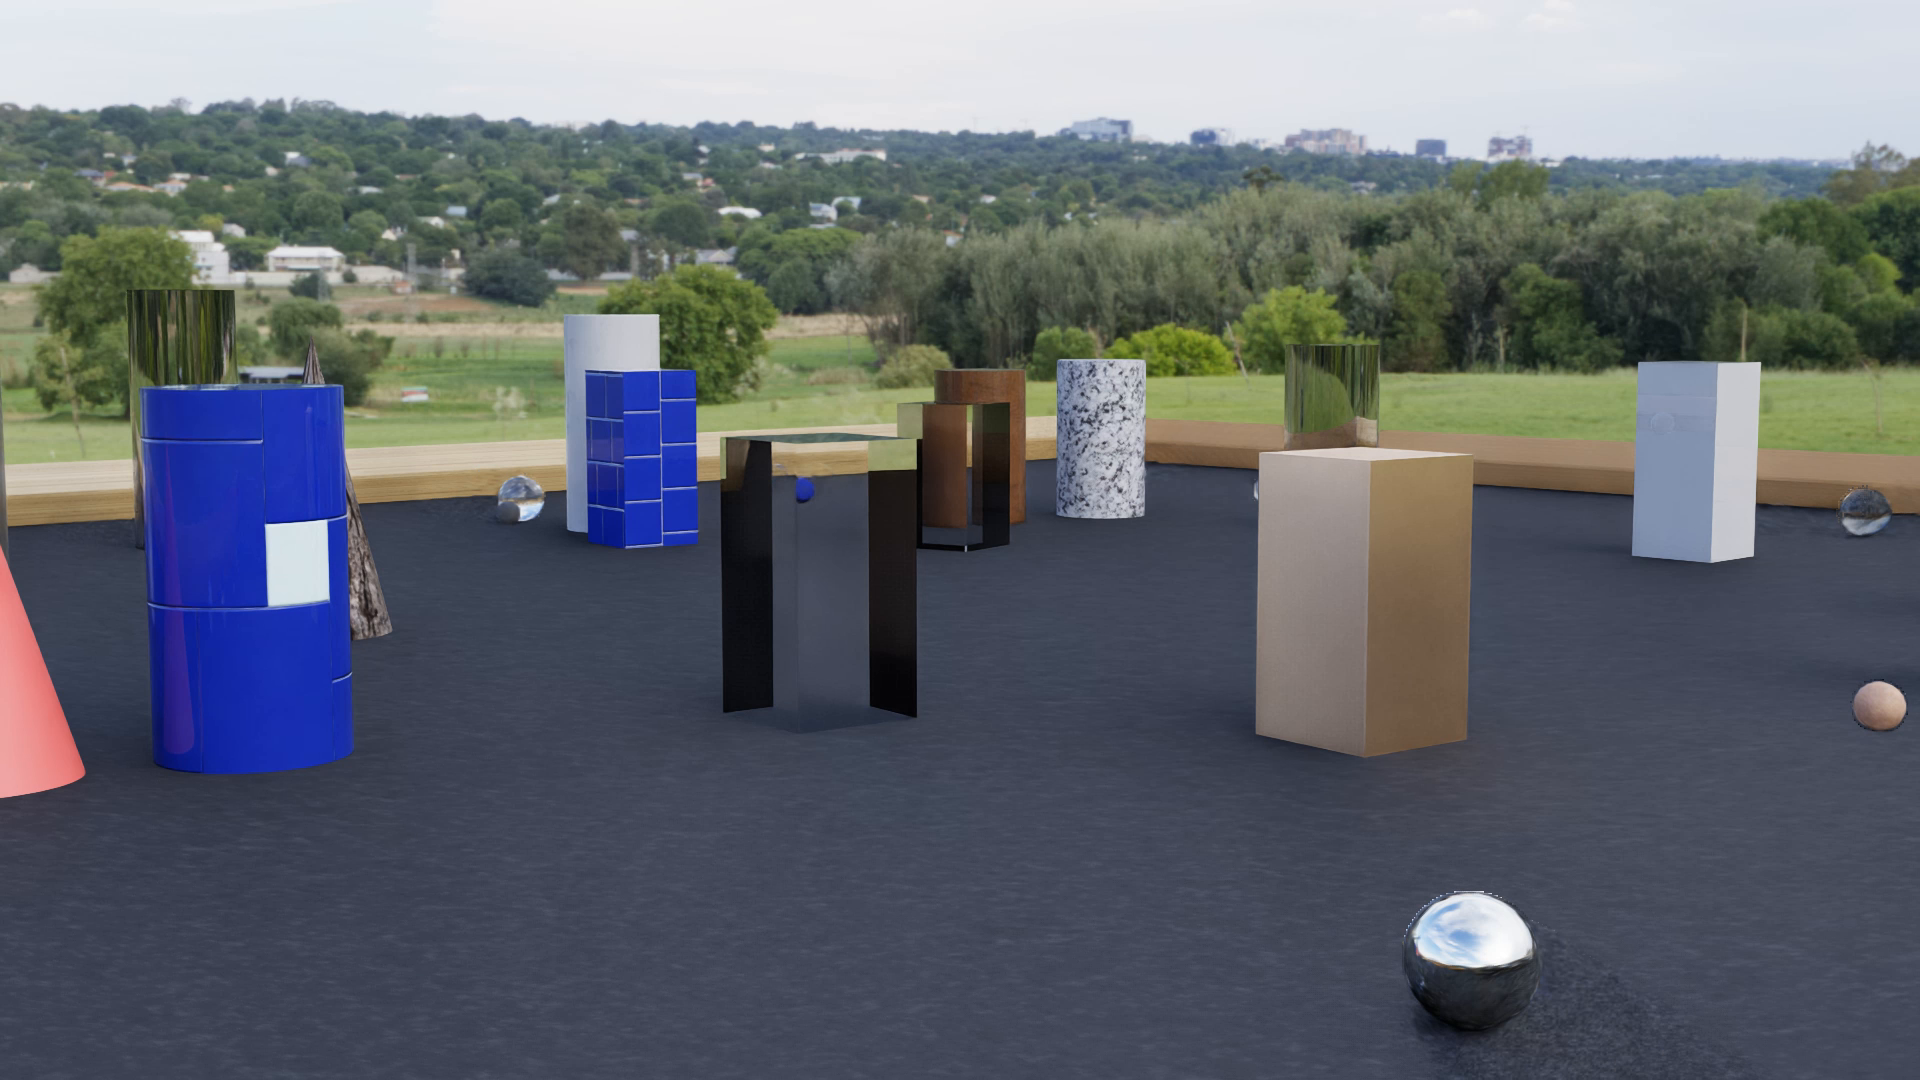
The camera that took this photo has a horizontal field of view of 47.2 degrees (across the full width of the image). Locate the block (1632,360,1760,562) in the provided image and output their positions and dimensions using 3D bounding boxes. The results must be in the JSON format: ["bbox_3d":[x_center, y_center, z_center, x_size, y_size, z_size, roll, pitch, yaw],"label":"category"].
[{"bbox_3d":[1.323,-0.145,3.954,0.153,0.349,0.153,-6,8,-43],"label":"block"}]

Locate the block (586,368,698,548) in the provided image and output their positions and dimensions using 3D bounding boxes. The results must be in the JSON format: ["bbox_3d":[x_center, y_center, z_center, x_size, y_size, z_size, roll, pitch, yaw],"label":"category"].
[{"bbox_3d":[-0.605,-0.158,4.179,0.153,0.329,0.153,-4,7,-36],"label":"block"}]

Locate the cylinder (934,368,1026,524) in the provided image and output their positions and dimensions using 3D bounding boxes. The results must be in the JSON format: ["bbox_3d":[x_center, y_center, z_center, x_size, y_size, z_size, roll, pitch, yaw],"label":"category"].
[{"bbox_3d":[0.042,-0.198,4.605,0.192,0.317,0.192,0,6,0],"label":"cylinder"}]

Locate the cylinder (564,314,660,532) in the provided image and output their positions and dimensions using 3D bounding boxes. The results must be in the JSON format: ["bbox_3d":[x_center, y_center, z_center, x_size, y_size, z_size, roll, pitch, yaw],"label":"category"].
[{"bbox_3d":[-0.702,-0.239,4.450,0.192,0.432,0.192,0,6,0],"label":"cylinder"}]

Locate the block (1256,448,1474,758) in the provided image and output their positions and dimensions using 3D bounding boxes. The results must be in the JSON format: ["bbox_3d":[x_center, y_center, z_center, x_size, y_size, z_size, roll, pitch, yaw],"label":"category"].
[{"bbox_3d":[0.418,0.058,2.279,0.153,0.296,0.153,-5,8,-37],"label":"block"}]

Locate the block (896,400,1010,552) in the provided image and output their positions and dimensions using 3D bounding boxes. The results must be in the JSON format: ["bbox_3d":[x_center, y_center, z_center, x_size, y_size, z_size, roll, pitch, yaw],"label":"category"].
[{"bbox_3d":[-0.012,-0.123,4.127,0.153,0.269,0.153,4,7,32],"label":"block"}]

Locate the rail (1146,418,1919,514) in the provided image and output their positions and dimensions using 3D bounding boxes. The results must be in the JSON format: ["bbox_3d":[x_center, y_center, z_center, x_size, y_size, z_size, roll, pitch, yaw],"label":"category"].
[{"bbox_3d":[1.824,-0.144,5.006,0.045,0.125,4.380,-6,8,-42],"label":"rail"}]

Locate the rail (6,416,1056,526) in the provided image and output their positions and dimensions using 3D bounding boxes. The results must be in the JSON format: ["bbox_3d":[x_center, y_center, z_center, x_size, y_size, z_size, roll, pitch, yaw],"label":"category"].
[{"bbox_3d":[-1.469,-0.134,4.915,5.012,0.125,0.045,-6,8,-42],"label":"rail"}]

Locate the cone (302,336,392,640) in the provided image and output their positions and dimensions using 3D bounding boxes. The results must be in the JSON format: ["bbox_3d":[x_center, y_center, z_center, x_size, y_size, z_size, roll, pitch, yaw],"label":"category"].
[{"bbox_3d":[-0.882,-0.077,3.011,0.192,0.411,0.192,0,6,0],"label":"cone"}]

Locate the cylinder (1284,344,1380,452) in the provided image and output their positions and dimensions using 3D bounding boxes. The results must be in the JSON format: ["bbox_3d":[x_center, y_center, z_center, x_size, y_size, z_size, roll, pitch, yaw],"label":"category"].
[{"bbox_3d":[0.756,-0.211,4.476,0.192,0.371,0.192,0,6,0],"label":"cylinder"}]

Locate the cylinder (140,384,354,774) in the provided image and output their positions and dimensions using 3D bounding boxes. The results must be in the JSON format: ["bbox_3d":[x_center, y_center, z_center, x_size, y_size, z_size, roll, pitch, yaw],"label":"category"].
[{"bbox_3d":[-0.707,0.032,2.186,0.192,0.368,0.192,0,6,0],"label":"cylinder"}]

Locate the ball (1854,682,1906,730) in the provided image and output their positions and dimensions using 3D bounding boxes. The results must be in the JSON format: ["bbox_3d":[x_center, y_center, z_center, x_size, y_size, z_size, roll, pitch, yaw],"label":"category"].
[{"bbox_3d":[0.973,0.176,2.326,0.052,0.052,0.052,0,6,0],"label":"ball"}]

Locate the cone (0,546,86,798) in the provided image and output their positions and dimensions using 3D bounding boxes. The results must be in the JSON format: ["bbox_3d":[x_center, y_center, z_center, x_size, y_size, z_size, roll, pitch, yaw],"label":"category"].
[{"bbox_3d":[-0.932,0.067,2.068,0.192,0.322,0.192,0,6,0],"label":"cone"}]

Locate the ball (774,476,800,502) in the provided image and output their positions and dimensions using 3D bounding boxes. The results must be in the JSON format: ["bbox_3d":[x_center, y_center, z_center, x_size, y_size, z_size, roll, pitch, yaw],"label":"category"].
[{"bbox_3d":[-0.401,-0.119,5.097,0.058,0.058,0.058,0,6,0],"label":"ball"}]

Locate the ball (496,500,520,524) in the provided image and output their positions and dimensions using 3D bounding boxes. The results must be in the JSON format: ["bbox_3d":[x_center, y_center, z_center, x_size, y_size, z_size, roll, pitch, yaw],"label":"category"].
[{"bbox_3d":[-0.932,-0.056,4.538,0.050,0.050,0.050,0,6,0],"label":"ball"}]

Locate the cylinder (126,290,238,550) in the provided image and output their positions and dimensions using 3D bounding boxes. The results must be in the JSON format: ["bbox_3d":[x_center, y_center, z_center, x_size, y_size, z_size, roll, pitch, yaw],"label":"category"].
[{"bbox_3d":[-1.450,-0.227,4.117,0.192,0.479,0.192,0,6,0],"label":"cylinder"}]

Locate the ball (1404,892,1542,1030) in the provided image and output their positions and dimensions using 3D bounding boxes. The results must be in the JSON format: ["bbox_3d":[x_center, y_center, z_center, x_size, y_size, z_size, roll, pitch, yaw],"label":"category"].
[{"bbox_3d":[0.318,0.261,1.365,0.083,0.083,0.083,0,6,0],"label":"ball"}]

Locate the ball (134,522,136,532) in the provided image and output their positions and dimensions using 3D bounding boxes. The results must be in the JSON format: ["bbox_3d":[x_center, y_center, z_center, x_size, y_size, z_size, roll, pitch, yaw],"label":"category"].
[{"bbox_3d":[-1.552,-0.027,4.207,0.053,0.053,0.053,0,6,0],"label":"ball"}]

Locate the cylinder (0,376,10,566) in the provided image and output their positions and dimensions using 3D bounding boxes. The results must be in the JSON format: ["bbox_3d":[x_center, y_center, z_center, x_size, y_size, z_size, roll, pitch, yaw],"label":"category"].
[{"bbox_3d":[-1.740,-0.181,3.760,0.192,0.462,0.192,0,6,0],"label":"cylinder"}]

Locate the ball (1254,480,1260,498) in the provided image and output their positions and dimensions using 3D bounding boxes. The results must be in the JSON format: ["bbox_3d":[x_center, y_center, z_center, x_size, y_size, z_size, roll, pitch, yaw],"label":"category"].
[{"bbox_3d":[0.704,-0.114,5.064,0.056,0.056,0.056,0,6,0],"label":"ball"}]

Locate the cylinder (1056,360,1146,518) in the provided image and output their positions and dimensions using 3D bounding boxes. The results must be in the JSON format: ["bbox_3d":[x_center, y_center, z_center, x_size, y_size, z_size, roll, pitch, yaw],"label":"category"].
[{"bbox_3d":[0.305,-0.222,4.758,0.192,0.334,0.192,0,6,0],"label":"cylinder"}]

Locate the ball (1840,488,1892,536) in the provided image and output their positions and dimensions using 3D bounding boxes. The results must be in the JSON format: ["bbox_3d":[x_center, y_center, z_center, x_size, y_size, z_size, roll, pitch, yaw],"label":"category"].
[{"bbox_3d":[1.771,-0.054,4.303,0.095,0.095,0.095,0,6,0],"label":"ball"}]

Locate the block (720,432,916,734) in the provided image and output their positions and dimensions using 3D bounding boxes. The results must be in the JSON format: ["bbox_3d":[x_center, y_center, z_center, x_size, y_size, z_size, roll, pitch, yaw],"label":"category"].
[{"bbox_3d":[-0.154,0.041,2.398,0.153,0.305,0.153,-5,8,-37],"label":"block"}]

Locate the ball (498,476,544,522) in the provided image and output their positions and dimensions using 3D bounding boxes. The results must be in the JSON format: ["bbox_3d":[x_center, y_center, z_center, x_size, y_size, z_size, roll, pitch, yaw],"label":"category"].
[{"bbox_3d":[-0.919,-0.086,4.605,0.096,0.096,0.096,0,6,0],"label":"ball"}]
